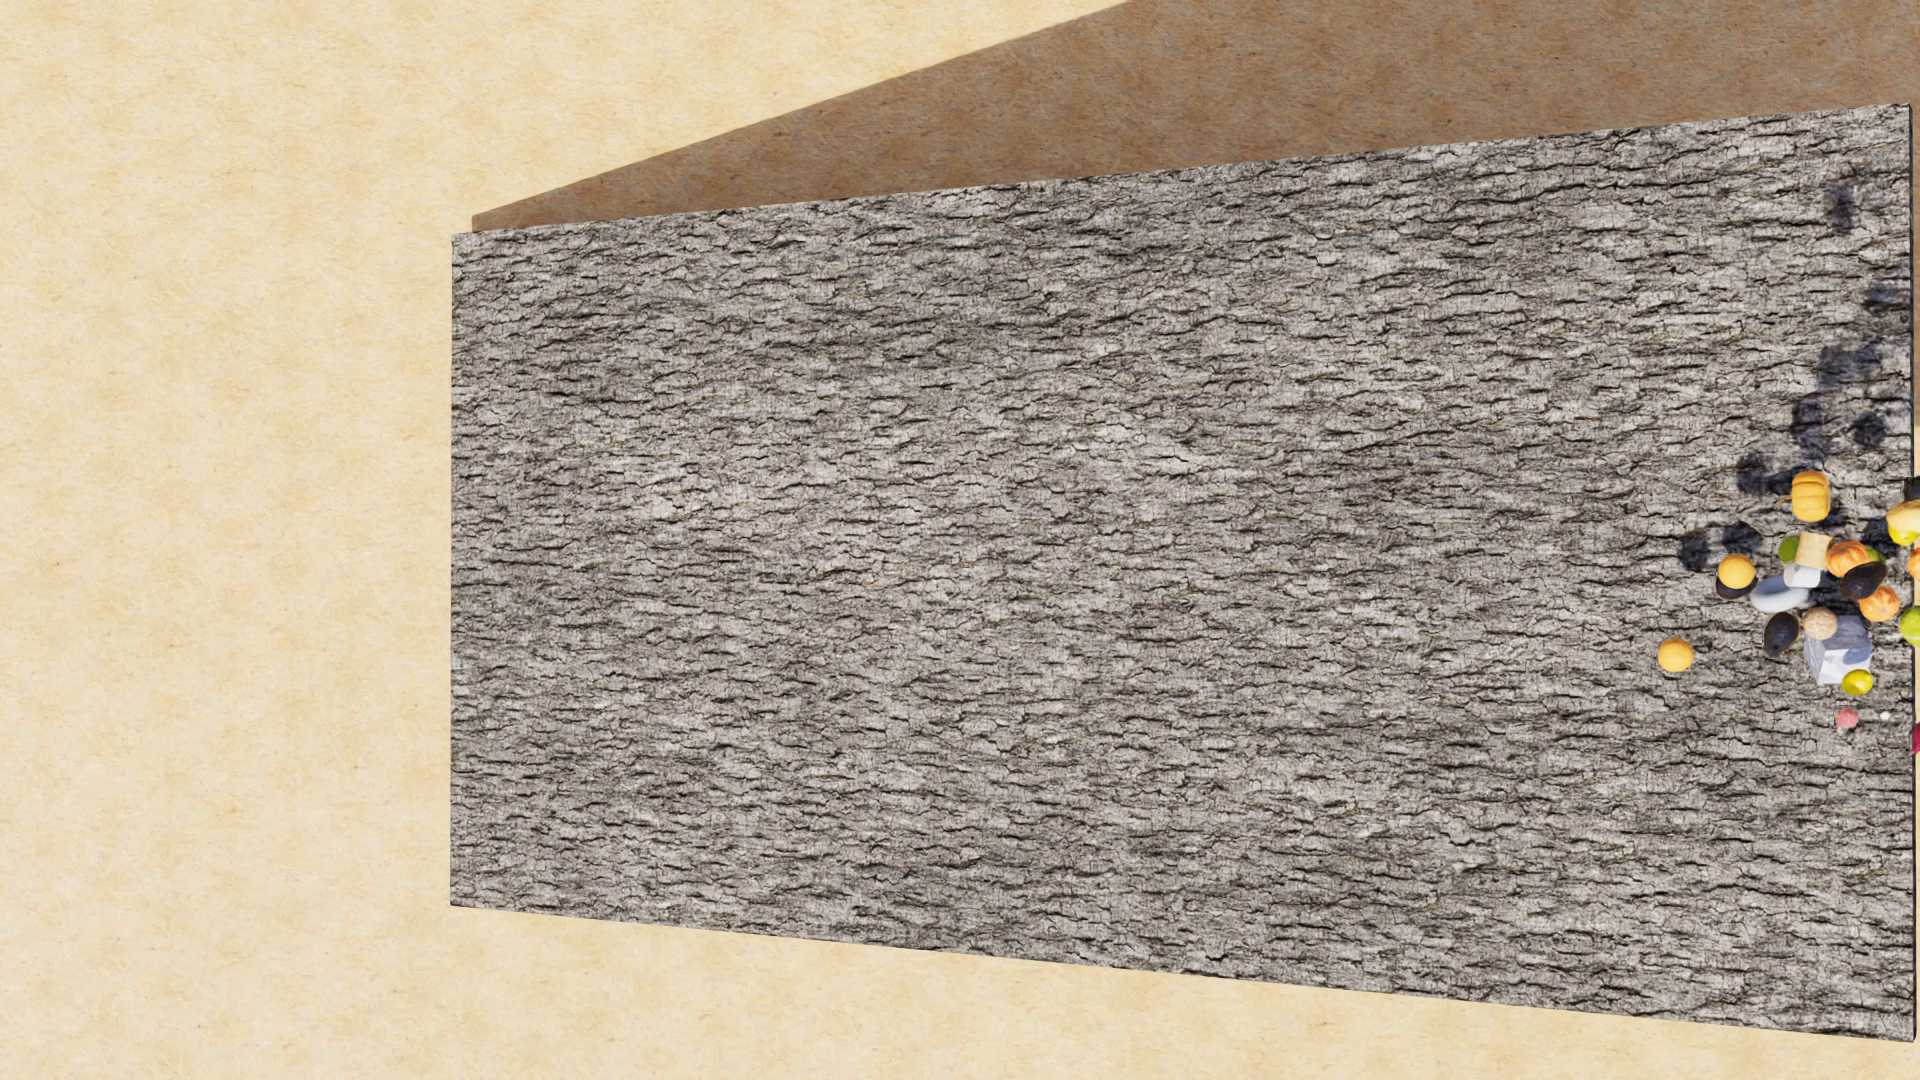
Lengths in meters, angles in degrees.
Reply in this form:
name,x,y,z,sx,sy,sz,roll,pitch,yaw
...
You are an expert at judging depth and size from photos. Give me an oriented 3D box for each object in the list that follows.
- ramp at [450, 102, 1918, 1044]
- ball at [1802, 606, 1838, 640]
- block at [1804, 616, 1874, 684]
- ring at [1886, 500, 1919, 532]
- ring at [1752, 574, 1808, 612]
name,x,y,z,sx,sy,sz,roll,pitch,yaw
ramp,0.277,0.078,5.653,4.000,0.100,2.000,0,89,28
ball,1.743,0.169,4.454,0.067,0.067,0.067,0,89,0
block,1.835,0.230,4.597,0.098,0.098,0.098,-5,130,2
ring,1.641,-0.043,3.726,0.130,0.130,0.043,-9,96,0
ring,1.667,0.107,4.472,0.115,0.115,0.038,-28,108,0
